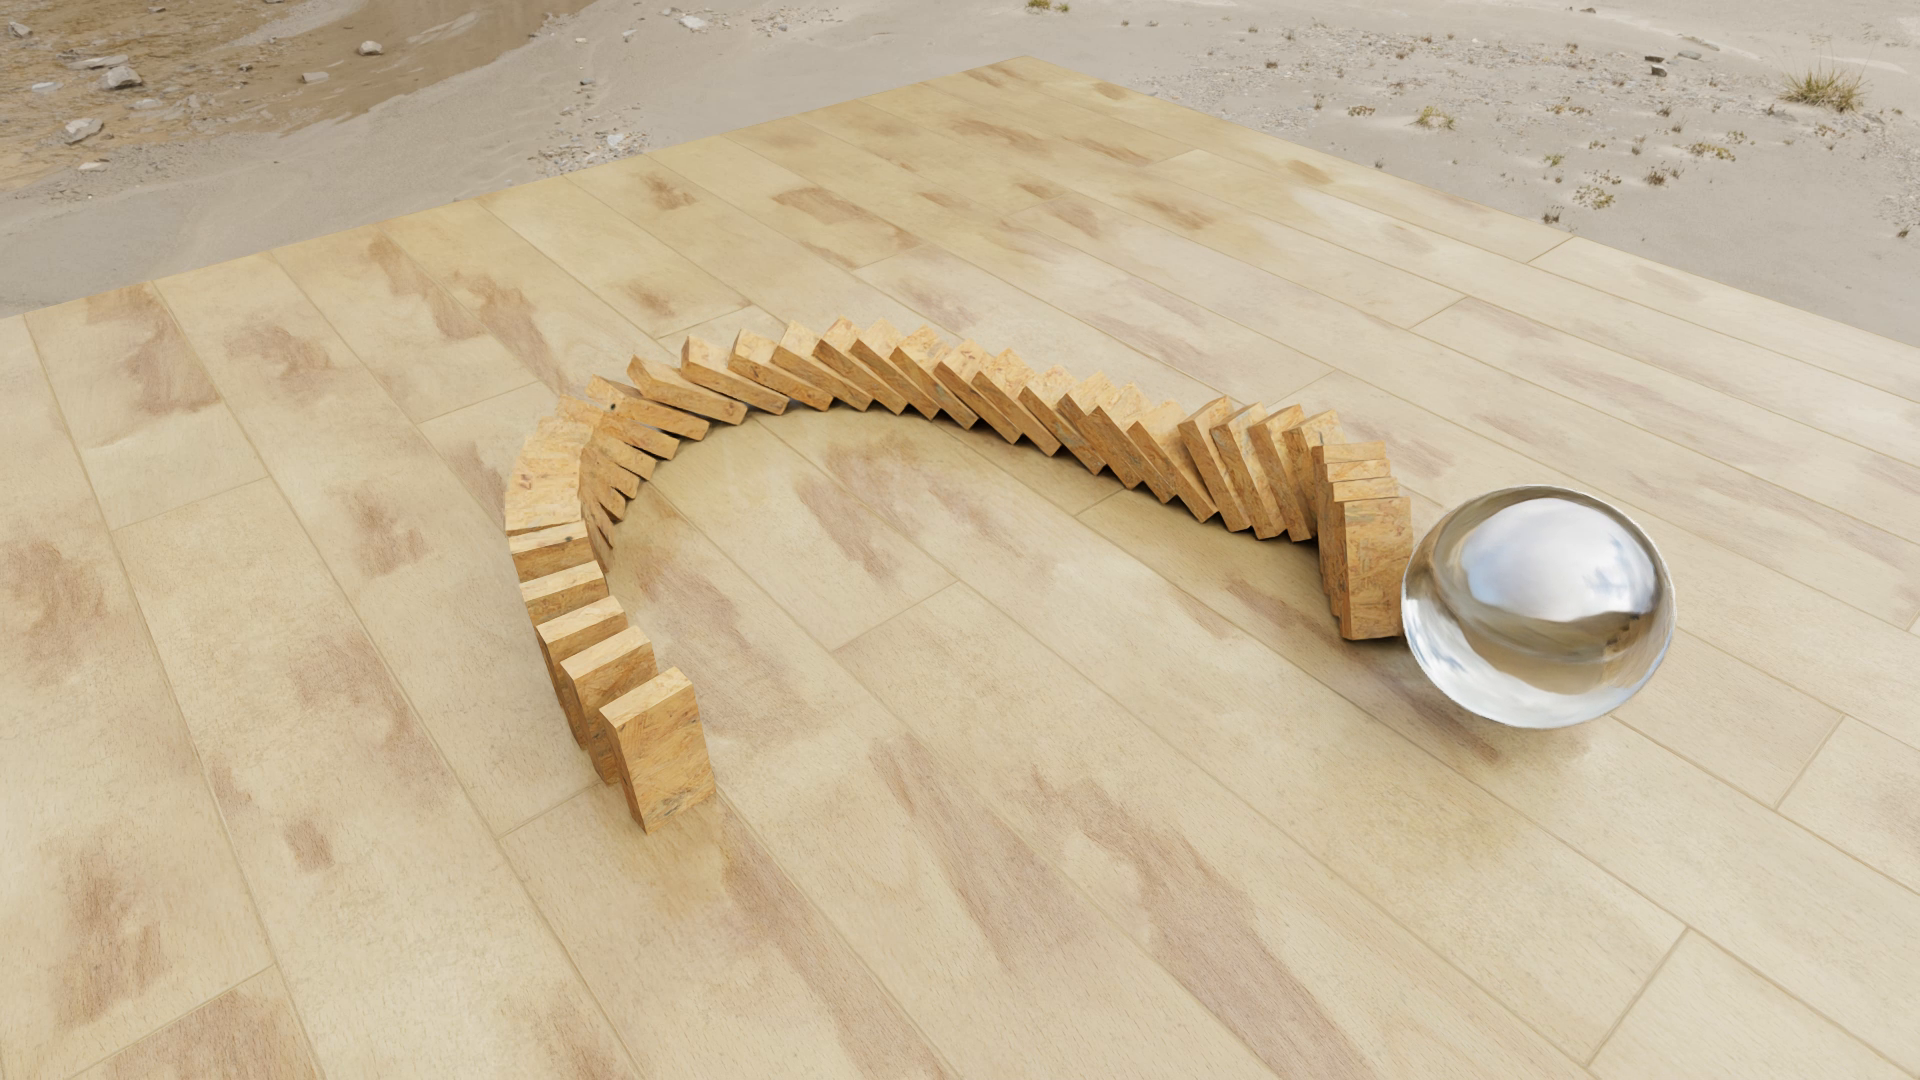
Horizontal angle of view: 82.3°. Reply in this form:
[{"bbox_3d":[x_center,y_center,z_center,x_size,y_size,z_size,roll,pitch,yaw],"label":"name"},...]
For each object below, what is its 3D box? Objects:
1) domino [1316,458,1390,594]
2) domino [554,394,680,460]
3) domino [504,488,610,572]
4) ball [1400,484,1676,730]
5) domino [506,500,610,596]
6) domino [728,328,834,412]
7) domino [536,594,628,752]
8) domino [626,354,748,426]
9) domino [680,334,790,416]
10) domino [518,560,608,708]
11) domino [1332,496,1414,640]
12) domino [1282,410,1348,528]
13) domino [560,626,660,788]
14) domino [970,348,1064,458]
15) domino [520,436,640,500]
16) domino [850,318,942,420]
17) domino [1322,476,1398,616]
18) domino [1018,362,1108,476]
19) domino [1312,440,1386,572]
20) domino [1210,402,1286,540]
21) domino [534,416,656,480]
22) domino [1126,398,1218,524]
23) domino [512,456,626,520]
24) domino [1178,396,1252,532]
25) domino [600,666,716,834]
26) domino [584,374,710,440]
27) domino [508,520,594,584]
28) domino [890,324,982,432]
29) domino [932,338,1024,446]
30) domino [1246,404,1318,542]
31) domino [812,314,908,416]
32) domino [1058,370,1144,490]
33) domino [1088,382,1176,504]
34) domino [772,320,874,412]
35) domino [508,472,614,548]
[{"bbox_3d":[0.152,-0.005,0.421,0.025,0.050,0.009,-5,4,-6],"label":"domino"},{"bbox_3d":[-0.148,-0.049,0.477,0.025,0.010,0.050,22,0,24],"label":"domino"},{"bbox_3d":[-0.151,-0.002,0.414,0.025,0.050,0.010,-4,63,-5],"label":"domino"},{"bbox_3d":[0.188,0.022,0.361,0.080,0.080,0.080,0,39,0],"label":"ball"},{"bbox_3d":[-0.146,0.007,0.402,0.025,0.050,0.010,-9,52,-11],"label":"domino"},{"bbox_3d":[-0.084,-0.081,0.525,0.050,0.010,0.025,23,35,-19],"label":"domino"},{"bbox_3d":[-0.118,0.044,0.358,0.025,0.050,0.009,-24,45,-27],"label":"domino"},{"bbox_3d":[-0.125,-0.069,0.506,0.050,0.009,0.025,14,23,-44],"label":"domino"},{"bbox_3d":[-0.106,-0.078,0.519,0.050,0.009,0.025,20,32,-26],"label":"domino"},{"bbox_3d":[-0.129,0.032,0.372,0.025,0.050,0.010,-19,43,-22],"label":"domino"},{"bbox_3d":[0.152,0.010,0.402,0.025,0.050,0.009,-5,3,-6],"label":"domino"},{"bbox_3d":[0.149,-0.025,0.444,0.025,0.050,0.010,-26,7,-36],"label":"domino"},{"bbox_3d":[-0.107,0.053,0.347,0.025,0.050,0.009,-28,47,-30],"label":"domino"},{"bbox_3d":[0.032,-0.063,0.502,0.050,0.010,0.025,44,50,4],"label":"domino"},{"bbox_3d":[-0.155,-0.029,0.451,0.025,0.050,0.009,9,79,11],"label":"domino"},{"bbox_3d":[-0.026,-0.082,0.522,0.050,0.009,0.025,40,42,-4],"label":"domino"},{"bbox_3d":[0.151,0.002,0.412,0.025,0.050,0.009,-6,4,-6],"label":"domino"},{"bbox_3d":[0.053,-0.054,0.493,0.050,0.010,0.025,46,53,9],"label":"domino"},{"bbox_3d":[0.154,-0.013,0.430,0.025,0.050,0.010,-5,4,-6],"label":"domino"},{"bbox_3d":[0.123,-0.029,0.450,0.025,0.050,0.009,-32,10,-35],"label":"domino"},{"bbox_3d":[-0.152,-0.038,0.463,0.025,0.050,0.010,13,82,16],"label":"domino"},{"bbox_3d":[0.096,-0.034,0.465,0.025,0.010,0.050,-34,83,-35],"label":"domino"},{"bbox_3d":[-0.155,-0.020,0.439,0.025,0.050,0.010,3,75,4],"label":"domino"},{"bbox_3d":[0.111,-0.031,0.454,0.025,0.050,0.010,-34,11,-35],"label":"domino"},{"bbox_3d":[-0.091,0.064,0.333,0.025,0.050,0.009,-31,48,-32],"label":"domino"},{"bbox_3d":[-0.139,-0.059,0.492,0.025,0.009,0.050,31,8,32],"label":"domino"},{"bbox_3d":[-0.140,0.018,0.389,0.025,0.050,0.009,-15,42,-17],"label":"domino"},{"bbox_3d":[-0.007,-0.077,0.517,0.050,0.009,0.025,43,47,-1],"label":"domino"},{"bbox_3d":[0.014,-0.069,0.510,0.050,0.010,0.025,42,49,3],"label":"domino"},{"bbox_3d":[0.137,-0.027,0.448,0.025,0.050,0.009,-28,8,-36],"label":"domino"},{"bbox_3d":[-0.043,-0.084,0.525,0.050,0.009,0.025,36,41,-8],"label":"domino"},{"bbox_3d":[0.068,-0.048,0.483,0.025,0.009,0.050,-36,83,-35],"label":"domino"},{"bbox_3d":[0.081,-0.042,0.474,0.025,0.009,0.050,-37,84,-36],"label":"domino"},{"bbox_3d":[-0.063,-0.083,0.526,0.050,0.010,0.025,29,38,-14],"label":"domino"},{"bbox_3d":[-0.153,-0.010,0.425,0.025,0.050,0.010,-2,67,-3],"label":"domino"}]
